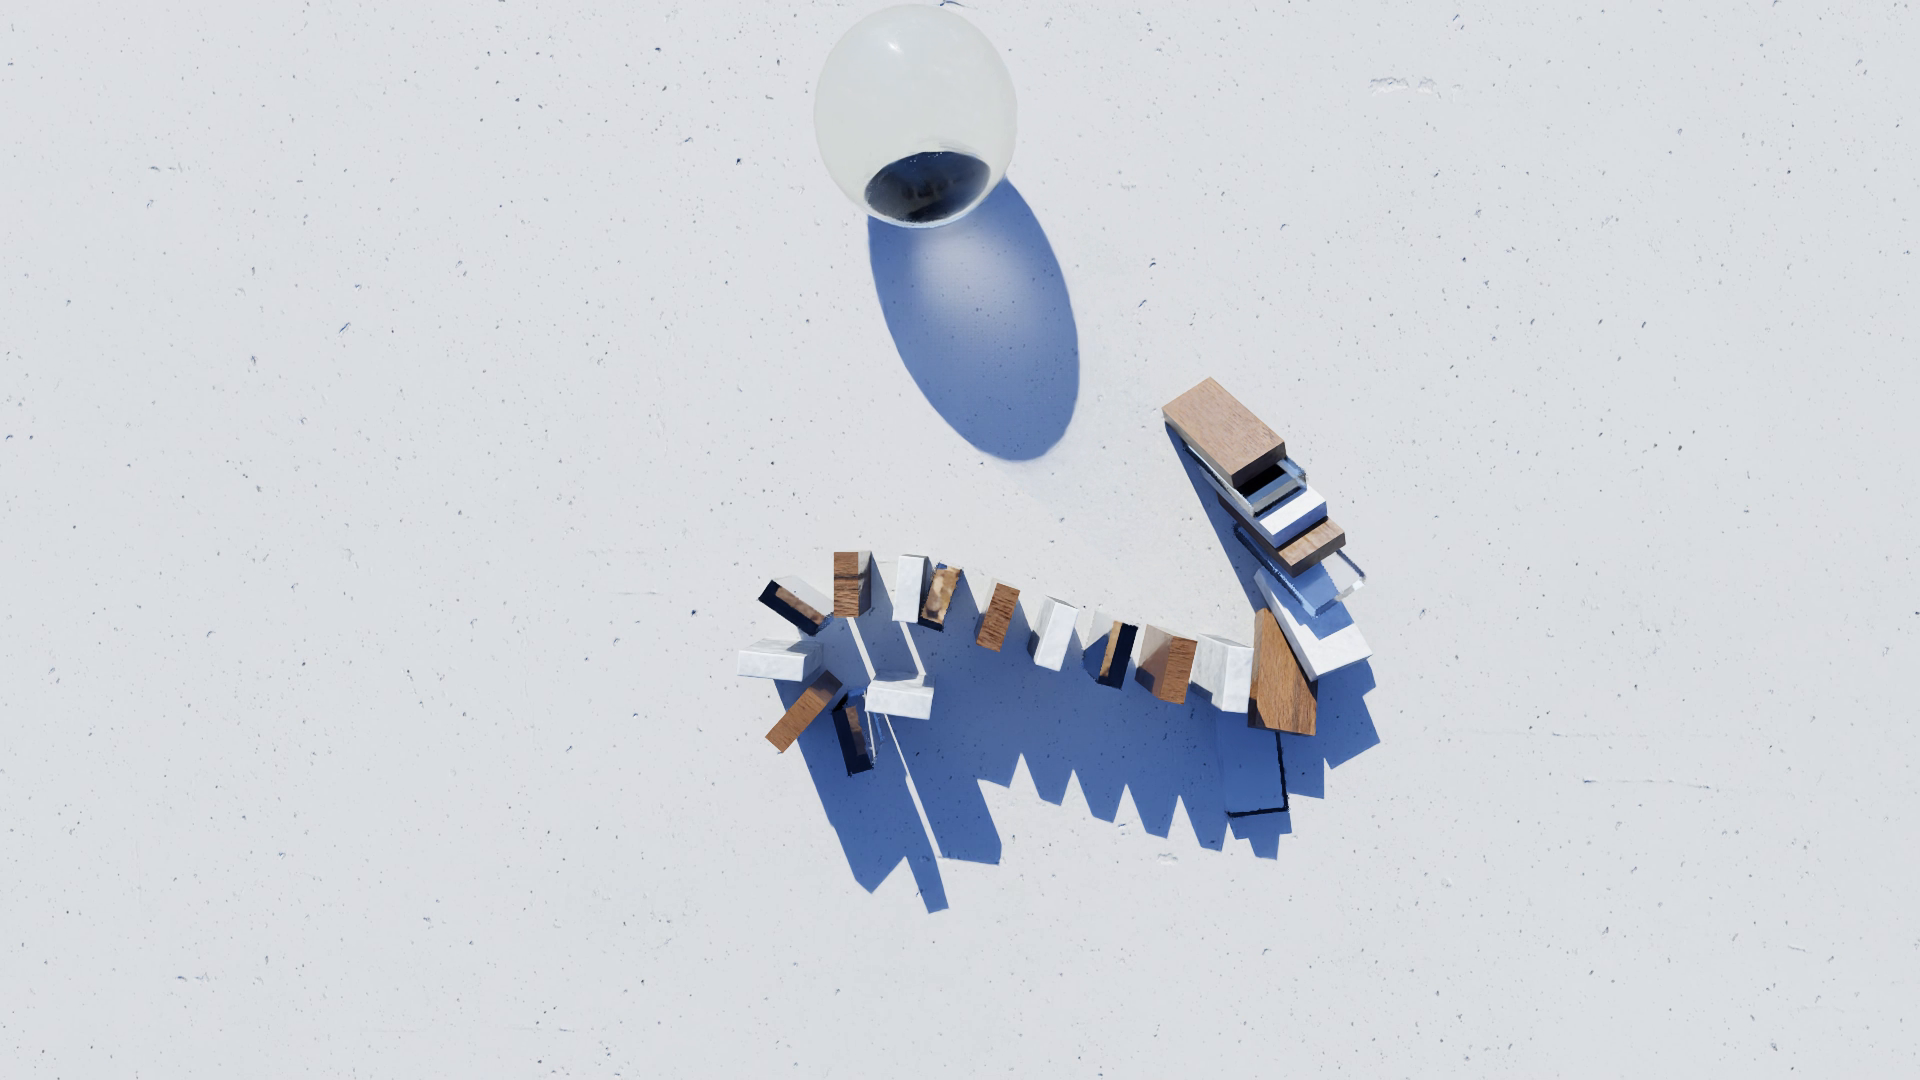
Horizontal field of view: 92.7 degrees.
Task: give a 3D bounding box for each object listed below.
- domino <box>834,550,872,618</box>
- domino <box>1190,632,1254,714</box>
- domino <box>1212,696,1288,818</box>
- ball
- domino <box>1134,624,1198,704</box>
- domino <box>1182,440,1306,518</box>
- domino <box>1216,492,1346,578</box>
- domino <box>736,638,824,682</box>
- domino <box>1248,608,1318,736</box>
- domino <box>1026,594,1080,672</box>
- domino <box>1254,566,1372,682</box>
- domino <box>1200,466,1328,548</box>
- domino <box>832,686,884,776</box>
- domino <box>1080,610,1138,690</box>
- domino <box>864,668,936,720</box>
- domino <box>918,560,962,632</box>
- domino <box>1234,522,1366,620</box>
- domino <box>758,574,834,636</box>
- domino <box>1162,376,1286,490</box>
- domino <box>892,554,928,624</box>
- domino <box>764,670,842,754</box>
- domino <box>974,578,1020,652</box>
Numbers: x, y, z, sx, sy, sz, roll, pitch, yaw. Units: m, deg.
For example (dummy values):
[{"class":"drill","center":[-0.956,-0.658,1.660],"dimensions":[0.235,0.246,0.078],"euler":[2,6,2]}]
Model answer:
[{"class":"domino","center":[-0.044,0.017,0.375],"dimensions":[0.010,0.050,0.025],"euler":[0,90,0]},{"class":"domino","center":[0.106,0.053,0.375],"dimensions":[0.009,0.050,0.025],"euler":[6,90,0]},{"class":"domino","center":[0.125,0.092,0.395],"dimensions":[0.025,0.010,0.050],"euler":[-7,90,0]},{"class":"ball","center":[-0.017,-0.164,0.360],"dimensions":[0.080,0.080,0.080],"euler":[0,90,0]},{"class":"domino","center":[0.083,0.050,0.375],"dimensions":[0.010,0.050,0.025],"euler":[13,90,0]},{"class":"domino","center":[0.117,-0.033,0.380],"dimensions":[0.025,0.010,0.050],"euler":[-33,48,0]},{"class":"domino","center":[0.132,-0.010,0.380],"dimensions":[0.025,0.010,0.050],"euler":[-33,48,0]},{"class":"domino","center":[-0.072,0.048,0.375],"dimensions":[0.025,0.050,0.009],"euler":[6,90,0]},{"class":"domino","center":[0.138,0.056,0.389],"dimensions":[0.025,0.010,0.050],"euler":[10,74,0]},{"class":"domino","center":[0.037,0.037,0.375],"dimensions":[0.009,0.050,0.025],"euler":[18,90,0]},{"class":"domino","center":[0.147,0.031,0.384],"dimensions":[0.025,0.010,0.050],"euler":[-19,66,-6]},{"class":"domino","center":[0.125,-0.022,0.380],"dimensions":[0.025,0.009,0.050],"euler":[-33,48,0]},{"class":"domino","center":[-0.041,0.077,0.375],"dimensions":[0.010,0.050,0.025],"euler":[-15,90,0]},{"class":"domino","center":[0.060,0.044,0.375],"dimensions":[0.010,0.050,0.025],"euler":[15,90,0]},{"class":"domino","center":[-0.023,0.063,0.375],"dimensions":[0.025,0.050,0.009],"euler":[8,90,0]},{"class":"domino","center":[-0.008,0.022,0.375],"dimensions":[0.010,0.050,0.025],"euler":[19,90,0]},{"class":"domino","center":[0.141,0.006,0.382],"dimensions":[0.025,0.010,0.050],"euler":[-35,58,-2]},{"class":"domino","center":[-0.064,0.026,0.375],"dimensions":[0.025,0.050,0.010],"euler":[35,90,0]},{"class":"domino","center":[0.109,-0.045,0.380],"dimensions":[0.025,0.009,0.050],"euler":[-33,48,0]},{"class":"domino","center":[-0.020,0.019,0.375],"dimensions":[0.010,0.050,0.025],"euler":[6,90,0]},{"class":"domino","center":[-0.063,0.069,0.375],"dimensions":[0.009,0.050,0.025],"euler":[42,90,0]},{"class":"domino","center":[0.015,0.030,0.375],"dimensions":[0.010,0.050,0.025],"euler":[19,90,0]}]
